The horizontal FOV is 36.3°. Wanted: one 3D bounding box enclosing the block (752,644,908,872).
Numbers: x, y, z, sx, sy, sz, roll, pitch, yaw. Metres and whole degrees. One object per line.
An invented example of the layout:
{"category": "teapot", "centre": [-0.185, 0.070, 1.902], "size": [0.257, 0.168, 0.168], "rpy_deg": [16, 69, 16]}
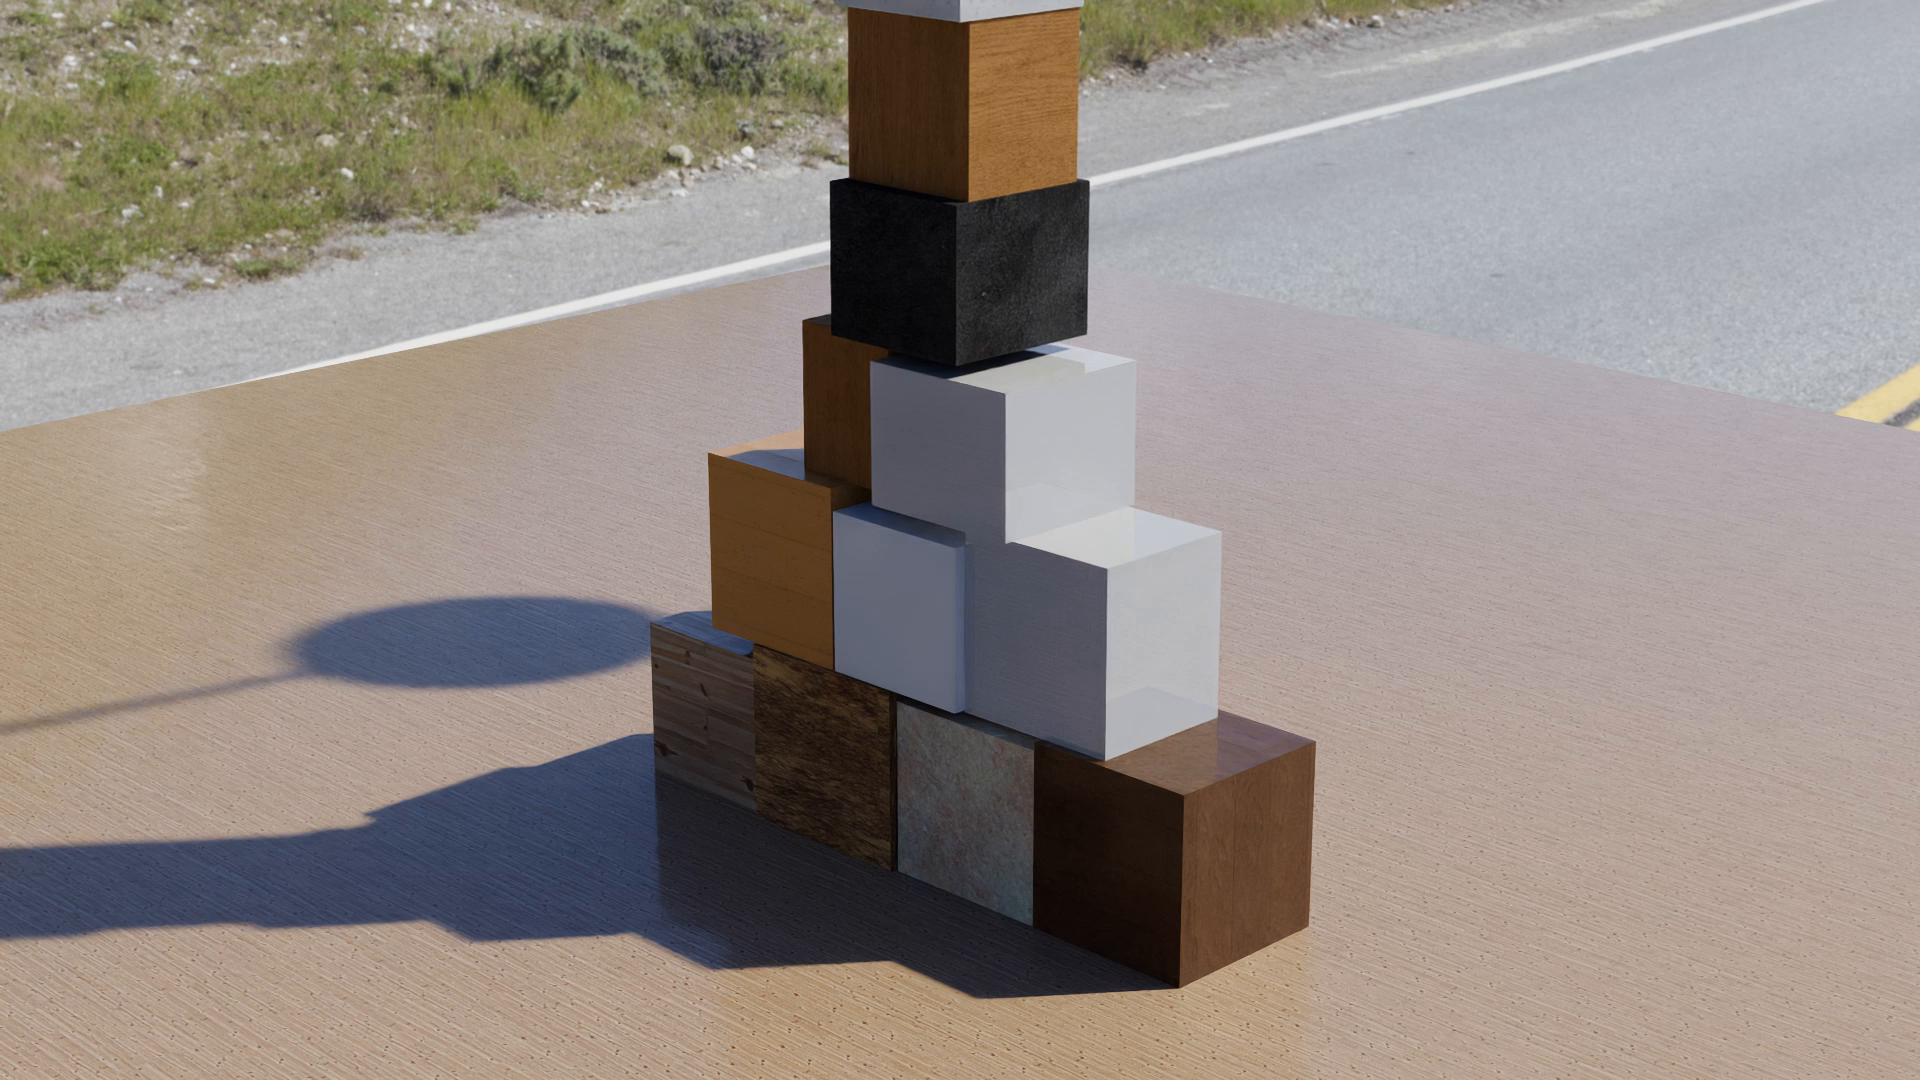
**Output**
{"category": "block", "centre": [-0.324, 0.913, 13.974], "size": [0.919, 0.879, 0.932], "rpy_deg": [-17, 24, -42]}

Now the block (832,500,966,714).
{"category": "block", "centre": [0.007, 0.227, 13.408], "size": [0.783, 0.768, 0.864], "rpy_deg": [17, 24, 42]}

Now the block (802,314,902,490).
{"category": "block", "centre": [-0.306, -0.665, 13.432], "size": [0.598, 0.709, 0.565], "rpy_deg": [-17, 24, -42]}

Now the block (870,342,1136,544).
{"category": "block", "centre": [0.191, -0.472, 12.976], "size": [0.824, 0.662, 0.829], "rpy_deg": [-17, 24, -42]}

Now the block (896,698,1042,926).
{"category": "block", "centre": [0.325, 1.124, 13.379], "size": [0.871, 0.832, 0.857], "rpy_deg": [-17, 24, -42]}

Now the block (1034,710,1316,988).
{"category": "block", "centre": [0.930, 1.288, 12.786], "size": [0.870, 0.876, 0.849], "rpy_deg": [-17, 24, -42]}

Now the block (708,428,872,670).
{"category": "block", "centre": [-0.584, 0.003, 13.946], "size": [0.855, 0.873, 0.853], "rpy_deg": [-17, 24, -42]}

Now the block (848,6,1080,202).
{"category": "block", "centre": [0.014, -1.939, 12.734], "size": [0.671, 0.761, 0.740], "rpy_deg": [-17, 24, -42]}

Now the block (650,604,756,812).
{"category": "block", "centre": [-0.946, 0.773, 14.570], "size": [0.850, 0.788, 0.792], "rpy_deg": [-17, 24, -42]}

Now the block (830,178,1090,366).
{"category": "block", "centre": [-0.002, -1.243, 12.943], "size": [0.826, 0.692, 0.785], "rpy_deg": [-17, 24, -42]}

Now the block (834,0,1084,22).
{"category": "block", "centre": [-0.002, -2.682, 12.478], "size": [0.751, 0.810, 0.761], "rpy_deg": [-17, 24, -42]}

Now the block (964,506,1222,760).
{"category": "block", "centre": [0.579, 0.364, 12.838], "size": [0.736, 0.856, 0.837], "rpy_deg": [-17, 24, -42]}
